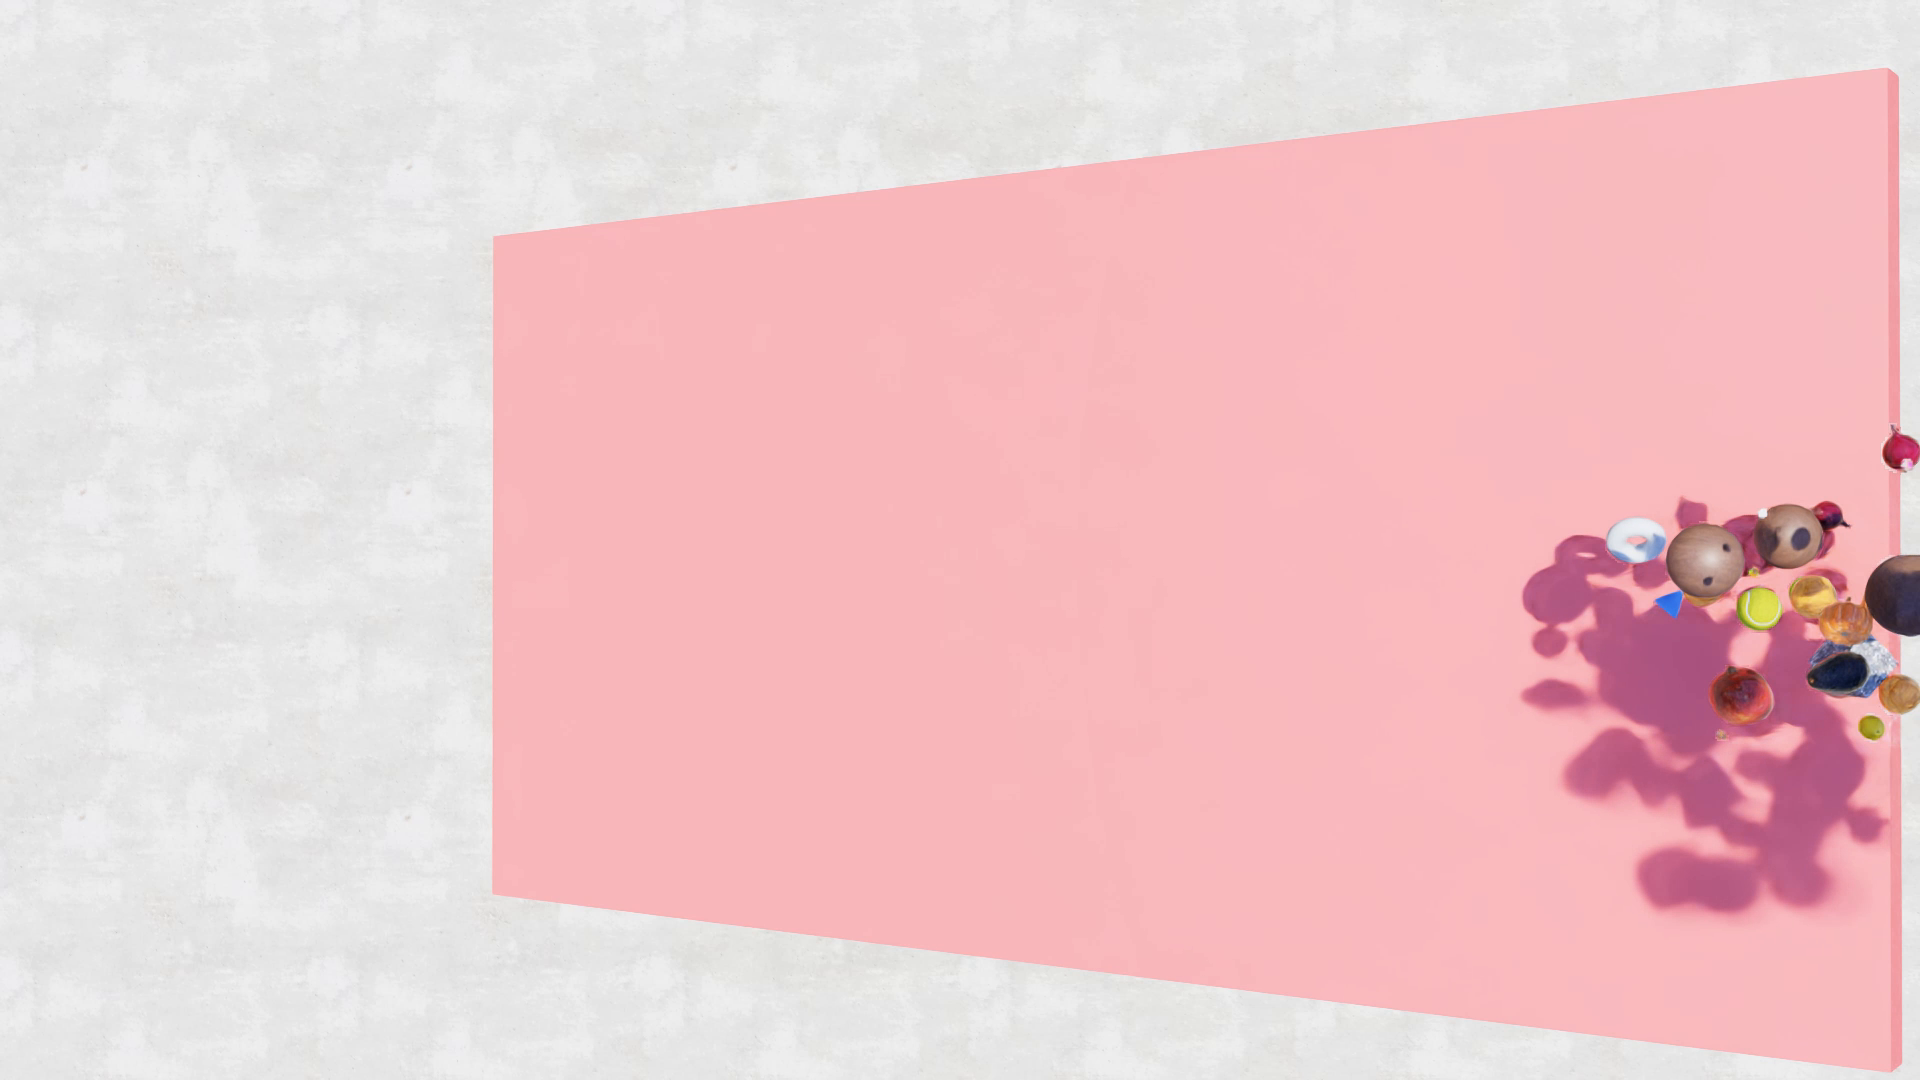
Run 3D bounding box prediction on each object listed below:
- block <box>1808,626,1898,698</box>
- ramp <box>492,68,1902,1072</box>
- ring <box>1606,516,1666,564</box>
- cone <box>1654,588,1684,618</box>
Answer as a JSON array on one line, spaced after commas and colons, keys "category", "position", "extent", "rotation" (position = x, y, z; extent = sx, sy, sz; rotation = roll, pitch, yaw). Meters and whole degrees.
[{"category": "block", "position": [1.524, 0.208, 3.752], "extent": [0.082, 0.082, 0.082], "rotation": [44, 84, -9]}, {"category": "ramp", "position": [0.243, 0.067, 5.567], "extent": [4.000, 0.100, 2.000], "rotation": [0, 89, 35]}, {"category": "ring", "position": [1.343, 0.000, 4.367], "extent": [0.116, 0.116, 0.039], "rotation": [13, 48, 0]}, {"category": "cone", "position": [1.414, 0.115, 4.346], "extent": [0.057, 0.057, 0.057], "rotation": [37, 110, 0]}]
